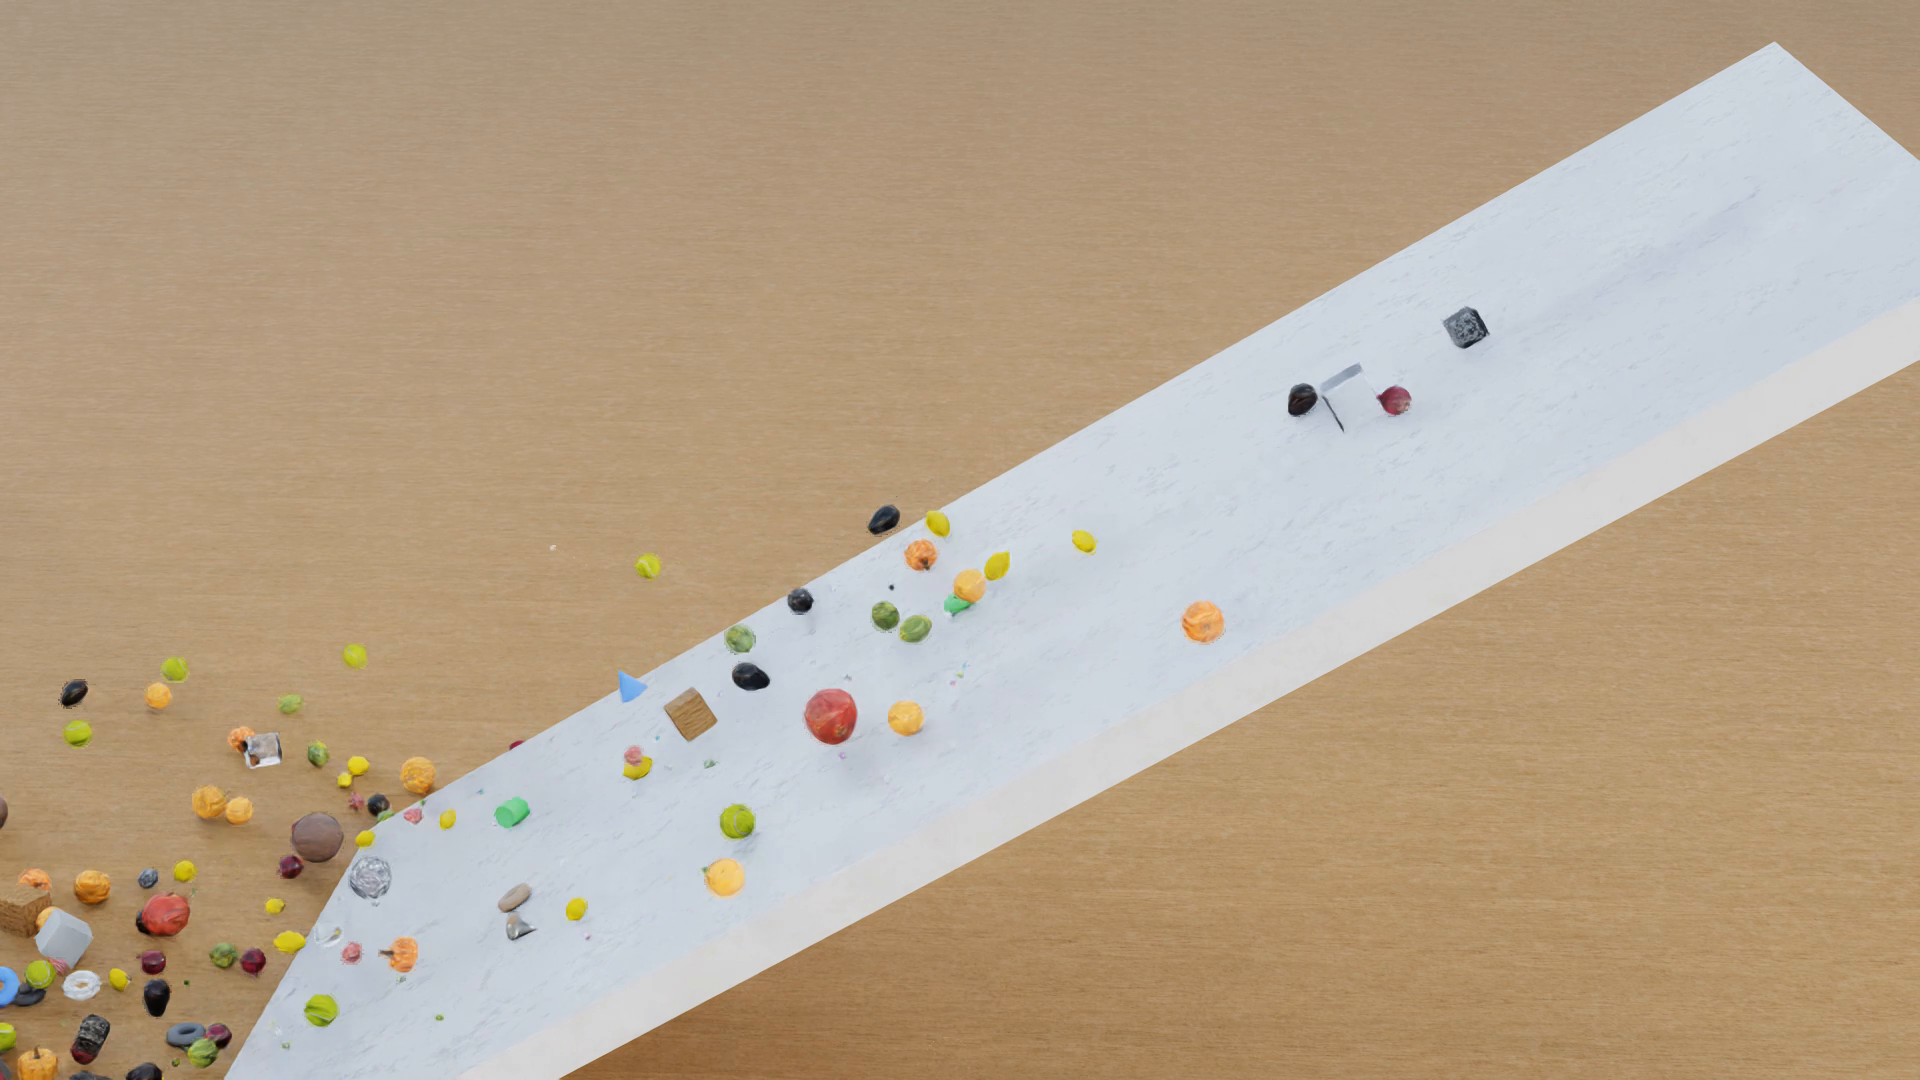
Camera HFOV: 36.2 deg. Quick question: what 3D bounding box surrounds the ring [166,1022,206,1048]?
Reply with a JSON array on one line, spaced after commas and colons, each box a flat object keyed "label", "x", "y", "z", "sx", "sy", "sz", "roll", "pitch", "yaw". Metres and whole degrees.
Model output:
[{"label": "ring", "x": -1.777, "y": 1.136, "z": 6.755, "sx": 0.091, "sy": 0.030, "sz": 0.091, "roll": 0, "pitch": 18, "yaw": 0}]

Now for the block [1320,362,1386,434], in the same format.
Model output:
[{"label": "block", "x": 0.804, "y": -0.291, "z": 6.027, "sx": 0.095, "sy": 0.095, "sz": 0.095, "roll": -29, "pitch": 15, "yaw": 12}]

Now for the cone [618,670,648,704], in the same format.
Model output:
[{"label": "cone", "x": -0.832, "y": 0.354, "z": 7.337, "sx": 0.077, "sy": 0.077, "sz": 0.077, "roll": -30, "pitch": 15, "yaw": 9}]

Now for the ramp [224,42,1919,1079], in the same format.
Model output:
[{"label": "ramp", "x": 0.142, "y": 0.168, "z": 6.288, "sx": 4.000, "sy": 0.100, "sz": 2.000, "roll": -29, "pitch": 15, "yaw": 13}]

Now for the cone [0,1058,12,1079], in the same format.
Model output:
[{"label": "cone", "x": -2.174, "y": 1.161, "z": 6.586, "sx": 0.093, "sy": 0.093, "sz": 0.093, "roll": 0, "pitch": 19, "yaw": 0}]

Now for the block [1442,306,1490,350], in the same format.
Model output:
[{"label": "block", "x": 1.045, "y": -0.438, "z": 6.076, "sx": 0.060, "sy": 0.060, "sz": 0.060, "roll": -33, "pitch": 15, "yaw": -4}]

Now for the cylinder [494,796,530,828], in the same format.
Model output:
[{"label": "cylinder", "x": -1.049, "y": 0.638, "z": 6.883, "sx": 0.057, "sy": 0.057, "sz": 0.057, "roll": 11, "pitch": 23, "yaw": 28}]

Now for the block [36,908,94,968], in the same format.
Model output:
[{"label": "block", "x": -2.166, "y": 0.962, "z": 7.109, "sx": 0.090, "sy": 0.090, "sz": 0.090, "roll": 34, "pitch": 1, "yaw": -31}]

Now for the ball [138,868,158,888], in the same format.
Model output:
[{"label": "ball", "x": -2.072, "y": 0.864, "z": 7.506, "sx": 0.050, "sy": 0.050, "sz": 0.050, "roll": 0, "pitch": 19, "yaw": 0}]

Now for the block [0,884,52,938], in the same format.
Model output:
[{"label": "block", "x": -2.315, "y": 0.920, "z": 7.284, "sx": 0.090, "sy": 0.090, "sz": 0.090, "roll": 11, "pitch": 22, "yaw": 29}]

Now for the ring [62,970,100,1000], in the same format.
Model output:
[{"label": "ring", "x": -2.054, "y": 1.042, "z": 6.880, "sx": 0.086, "sy": 0.029, "sz": 0.086, "roll": 3, "pitch": 37, "yaw": -2}]

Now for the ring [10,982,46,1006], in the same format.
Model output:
[{"label": "ring", "x": -2.204, "y": 1.072, "z": 6.940, "sx": 0.087, "sy": 0.029, "sz": 0.087, "roll": 0, "pitch": 19, "yaw": 0}]

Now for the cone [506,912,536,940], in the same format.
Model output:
[{"label": "cone", "x": -0.905, "y": 0.808, "z": 6.122, "sx": 0.057, "sy": 0.057, "sz": 0.057, "roll": 4, "pitch": 19, "yaw": 21}]

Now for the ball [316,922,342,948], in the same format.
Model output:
[{"label": "ball", "x": -1.472, "y": 0.919, "z": 6.857, "sx": 0.060, "sy": 0.060, "sz": 0.060, "roll": 0, "pitch": 19, "yaw": 0}]

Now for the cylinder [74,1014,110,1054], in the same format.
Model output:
[{"label": "cylinder", "x": -1.953, "y": 1.113, "z": 6.621, "sx": 0.062, "sy": 0.062, "sz": 0.062, "roll": 3, "pitch": 44, "yaw": 10}]

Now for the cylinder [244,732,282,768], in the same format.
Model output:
[{"label": "cylinder", "x": -1.954, "y": 0.590, "z": 8.238, "sx": 0.088, "sy": 0.088, "sz": 0.088, "roll": -8, "pitch": 21, "yaw": -23}]

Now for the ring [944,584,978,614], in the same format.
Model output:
[{"label": "ring", "x": 0.002, "y": 0.130, "z": 6.447, "sx": 0.087, "sy": 0.029, "sz": 0.087, "roll": -31, "pitch": 15, "yaw": 9}]

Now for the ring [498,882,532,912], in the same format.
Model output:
[{"label": "ring", "x": -0.961, "y": 0.772, "z": 6.349, "sx": 0.083, "sy": 0.028, "sz": 0.083, "roll": -34, "pitch": 12, "yaw": 8}]

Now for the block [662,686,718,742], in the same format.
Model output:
[{"label": "block", "x": -0.617, "y": 0.400, "z": 6.735, "sx": 0.084, "sy": 0.084, "sz": 0.084, "roll": -35, "pitch": 15, "yaw": -9}]

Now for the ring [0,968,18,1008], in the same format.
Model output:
[{"label": "ring", "x": -2.235, "y": 1.041, "z": 6.835, "sx": 0.102, "sy": 0.034, "sz": 0.102, "roll": -7, "pitch": 59, "yaw": 12}]

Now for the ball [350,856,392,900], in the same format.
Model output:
[{"label": "ball", "x": -1.244, "y": 0.713, "z": 6.209, "sx": 0.090, "sy": 0.090, "sz": 0.090, "roll": 0, "pitch": 19, "yaw": 0}]
